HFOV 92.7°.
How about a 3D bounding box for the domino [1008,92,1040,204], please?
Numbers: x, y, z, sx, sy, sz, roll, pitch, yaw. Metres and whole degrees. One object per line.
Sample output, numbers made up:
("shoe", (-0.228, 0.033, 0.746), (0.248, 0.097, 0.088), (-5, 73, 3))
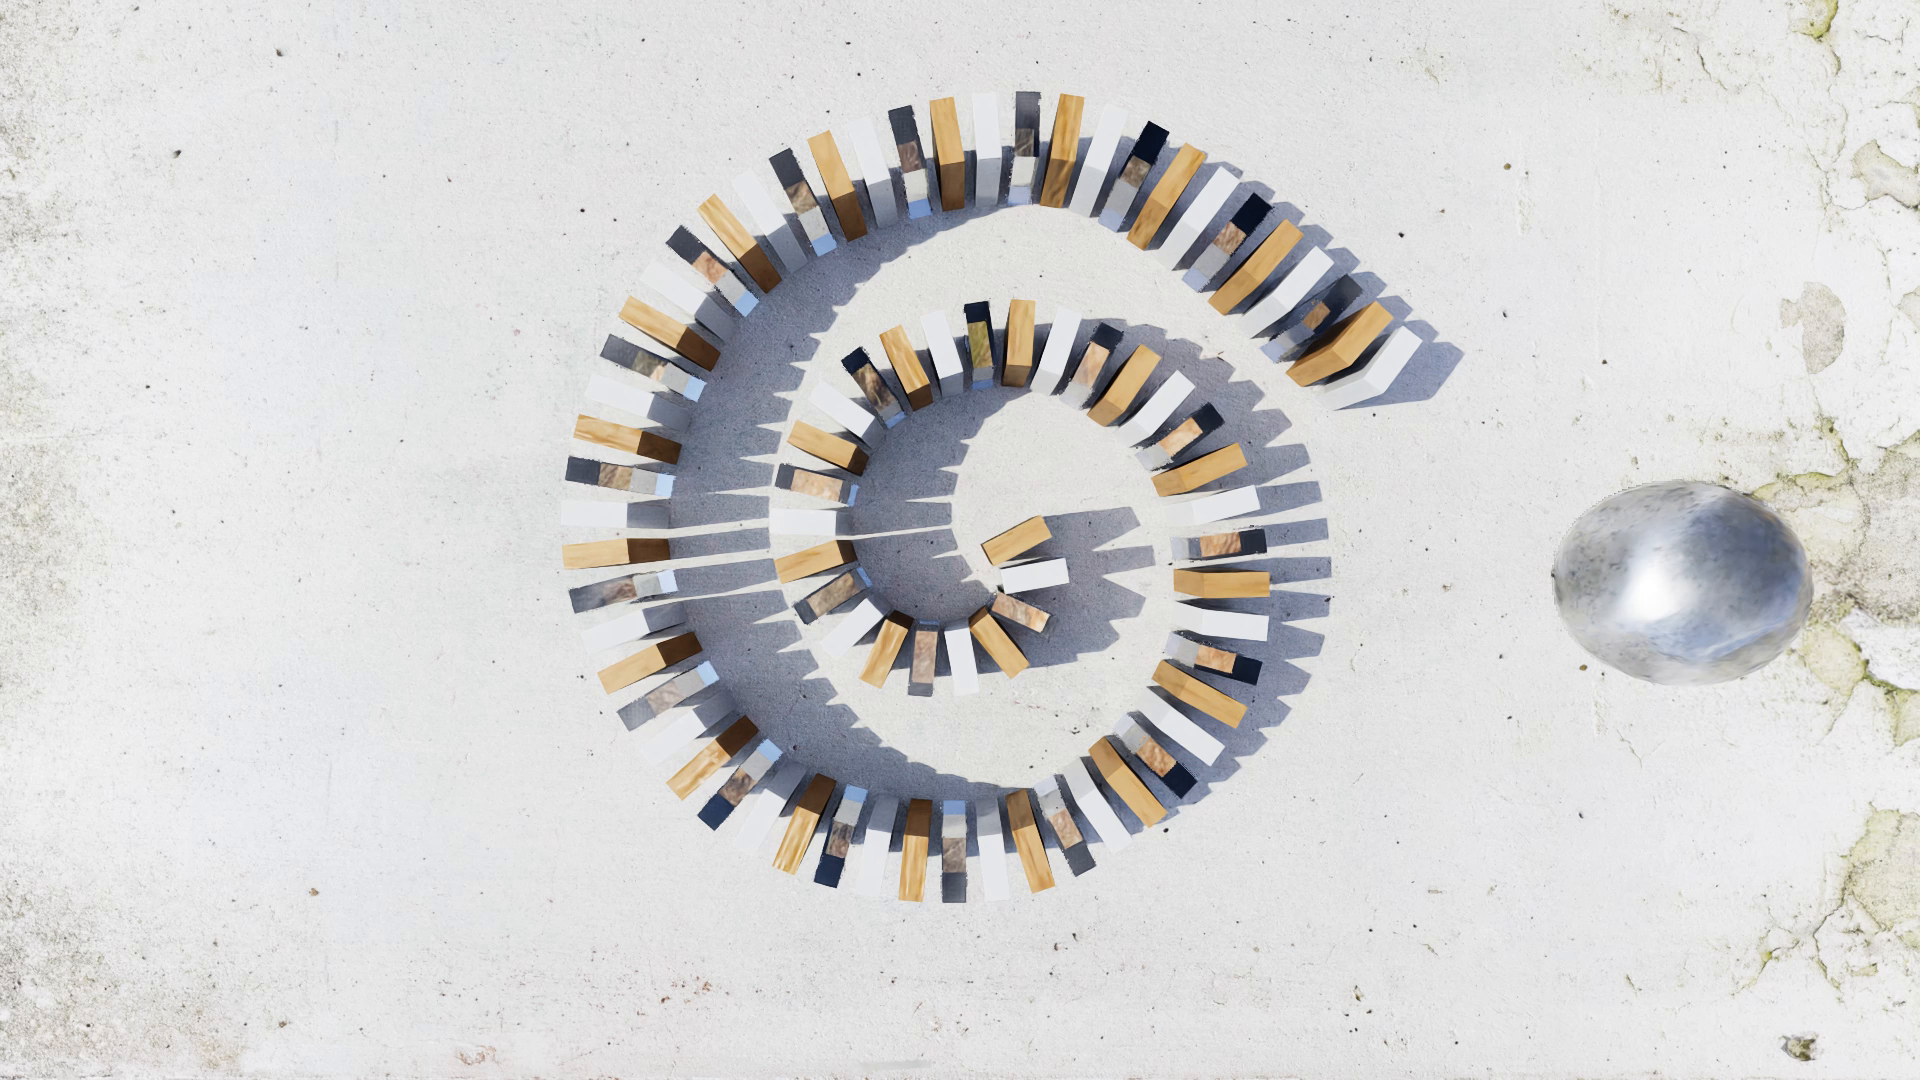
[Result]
("domino", (0.026, -0.159, 0.375), (0.010, 0.050, 0.025), (1, 90, 0))

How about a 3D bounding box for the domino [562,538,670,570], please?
("domino", (-0.139, 0.005, 0.375), (0.025, 0.050, 0.009), (-7, 90, 0))

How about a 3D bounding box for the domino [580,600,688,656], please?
("domino", (-0.132, 0.035, 0.375), (0.025, 0.050, 0.009), (-21, 90, 0))

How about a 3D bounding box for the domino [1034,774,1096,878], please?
("domino", (0.042, 0.116, 0.375), (0.009, 0.050, 0.025), (-28, 90, 0))

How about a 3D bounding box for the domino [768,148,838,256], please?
("domino", (-0.063, -0.137, 0.375), (0.010, 0.050, 0.025), (-27, 90, 0))

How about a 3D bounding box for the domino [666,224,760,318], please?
("domino", (-0.100, -0.109, 0.375), (0.025, 0.050, 0.010), (41, 90, 0))

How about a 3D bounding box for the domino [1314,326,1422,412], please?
("domino", (0.166, -0.069, 0.375), (0.010, 0.050, 0.025), (37, 90, 0))

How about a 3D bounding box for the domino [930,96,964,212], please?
("domino", (-0.005, -0.156, 0.375), (0.009, 0.050, 0.025), (-10, 90, 0))

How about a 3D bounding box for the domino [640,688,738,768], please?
("domino", (-0.110, 0.076, 0.375), (0.025, 0.050, 0.010), (-36, 90, 0))

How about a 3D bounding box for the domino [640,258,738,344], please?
("domino", (-0.109, -0.097, 0.375), (0.025, 0.050, 0.010), (34, 90, 0))

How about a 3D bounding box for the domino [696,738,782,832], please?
("domino", (-0.089, 0.099, 0.375), (0.010, 0.050, 0.025), (41, 90, 0))

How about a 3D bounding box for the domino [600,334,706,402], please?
("domino", (-0.124, -0.070, 0.375), (0.025, 0.050, 0.009), (24, 90, 0))

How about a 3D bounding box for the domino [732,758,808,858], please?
("domino", (-0.077, 0.108, 0.375), (0.009, 0.050, 0.025), (31, 90, 0))

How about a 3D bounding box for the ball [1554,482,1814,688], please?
("ball", (0.281, 0.017, 0.360), (0.080, 0.080, 0.080), (0, 90, 0))

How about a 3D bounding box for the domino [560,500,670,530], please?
("domino", (-0.140, -0.010, 0.375), (0.025, 0.050, 0.009), (3, 90, 0))

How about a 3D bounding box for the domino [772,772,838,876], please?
("domino", (-0.063, 0.115, 0.375), (0.009, 0.050, 0.025), (22, 90, 0))

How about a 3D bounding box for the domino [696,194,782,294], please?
("domino", (-0.089, -0.120, 0.375), (0.009, 0.050, 0.025), (-41, 90, 0))

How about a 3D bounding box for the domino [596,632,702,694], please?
("domino", (-0.126, 0.049, 0.375), (0.025, 0.050, 0.010), (-26, 90, 0))

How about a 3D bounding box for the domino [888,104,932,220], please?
("domino", (-0.020, -0.153, 0.375), (0.009, 0.050, 0.025), (-14, 90, 0))

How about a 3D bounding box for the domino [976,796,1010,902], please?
("domino", (0.013, 0.125, 0.375), (0.010, 0.050, 0.025), (-7, 90, 0))

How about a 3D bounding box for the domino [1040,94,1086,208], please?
("domino", (0.041, -0.158, 0.375), (0.009, 0.050, 0.025), (9, 90, 0))

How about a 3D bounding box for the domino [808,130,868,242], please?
("domino", (-0.049, -0.143, 0.375), (0.010, 0.050, 0.025), (-23, 90, 0))

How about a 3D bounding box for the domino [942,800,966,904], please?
("domino", (-0.002, 0.126, 0.375), (0.009, 0.050, 0.025), (-1, 90, 0))

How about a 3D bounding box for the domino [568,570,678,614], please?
("domino", (-0.136, 0.021, 0.375), (0.025, 0.050, 0.009), (-15, 90, 0))

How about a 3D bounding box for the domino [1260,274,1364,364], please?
("domino", (0.142, -0.090, 0.375), (0.010, 0.050, 0.025), (43, 90, 0))

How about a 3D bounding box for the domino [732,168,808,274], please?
("domino", (-0.077, -0.129, 0.375), (0.009, 0.050, 0.025), (-33, 90, 0))

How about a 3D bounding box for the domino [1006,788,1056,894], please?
("domino", (0.028, 0.122, 0.375), (0.009, 0.050, 0.025), (-18, 90, 0))

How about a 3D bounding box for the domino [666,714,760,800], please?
("domino", (-0.100, 0.088, 0.375), (0.025, 0.050, 0.010), (-42, 90, 0))

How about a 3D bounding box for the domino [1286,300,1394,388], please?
("domino", (0.154, -0.079, 0.375), (0.010, 0.050, 0.025), (42, 90, 0))

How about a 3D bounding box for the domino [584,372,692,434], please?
("domino", (-0.130, -0.055, 0.375), (0.025, 0.050, 0.010), (20, 90, 0))

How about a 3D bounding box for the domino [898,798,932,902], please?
("domino", (-0.018, 0.126, 0.375), (0.009, 0.050, 0.025), (5, 90, 0))

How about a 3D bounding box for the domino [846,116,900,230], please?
("domino", (-0.035, -0.149, 0.375), (0.010, 0.050, 0.025), (-18, 90, 0))

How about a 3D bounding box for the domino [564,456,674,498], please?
("domino", (-0.138, -0.025, 0.375), (0.025, 0.050, 0.009), (10, 90, 0))

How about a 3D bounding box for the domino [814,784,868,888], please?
("domino", (-0.048, 0.120, 0.375), (0.009, 0.050, 0.025), (16, 90, 0))

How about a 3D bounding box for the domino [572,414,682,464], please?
("domino", (-0.135, -0.040, 0.375), (0.025, 0.050, 0.009), (15, 90, 0))

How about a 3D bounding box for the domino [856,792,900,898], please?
("domino", (-0.033, 0.123, 0.375), (0.010, 0.050, 0.025), (10, 90, 0))

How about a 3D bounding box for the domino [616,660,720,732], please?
("domino", (-0.118, 0.063, 0.375), (0.025, 0.050, 0.010), (-31, 90, 0))

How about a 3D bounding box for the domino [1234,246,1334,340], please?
("domino", (0.131, -0.100, 0.375), (0.010, 0.050, 0.025), (43, 90, 0))

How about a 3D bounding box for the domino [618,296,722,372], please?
("domino", (-0.117, -0.083, 0.375), (0.025, 0.050, 0.009), (29, 90, 0))

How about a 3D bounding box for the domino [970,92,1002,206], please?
("domino", (0.010, -0.158, 0.375), (0.009, 0.050, 0.025), (-5, 90, 0))
